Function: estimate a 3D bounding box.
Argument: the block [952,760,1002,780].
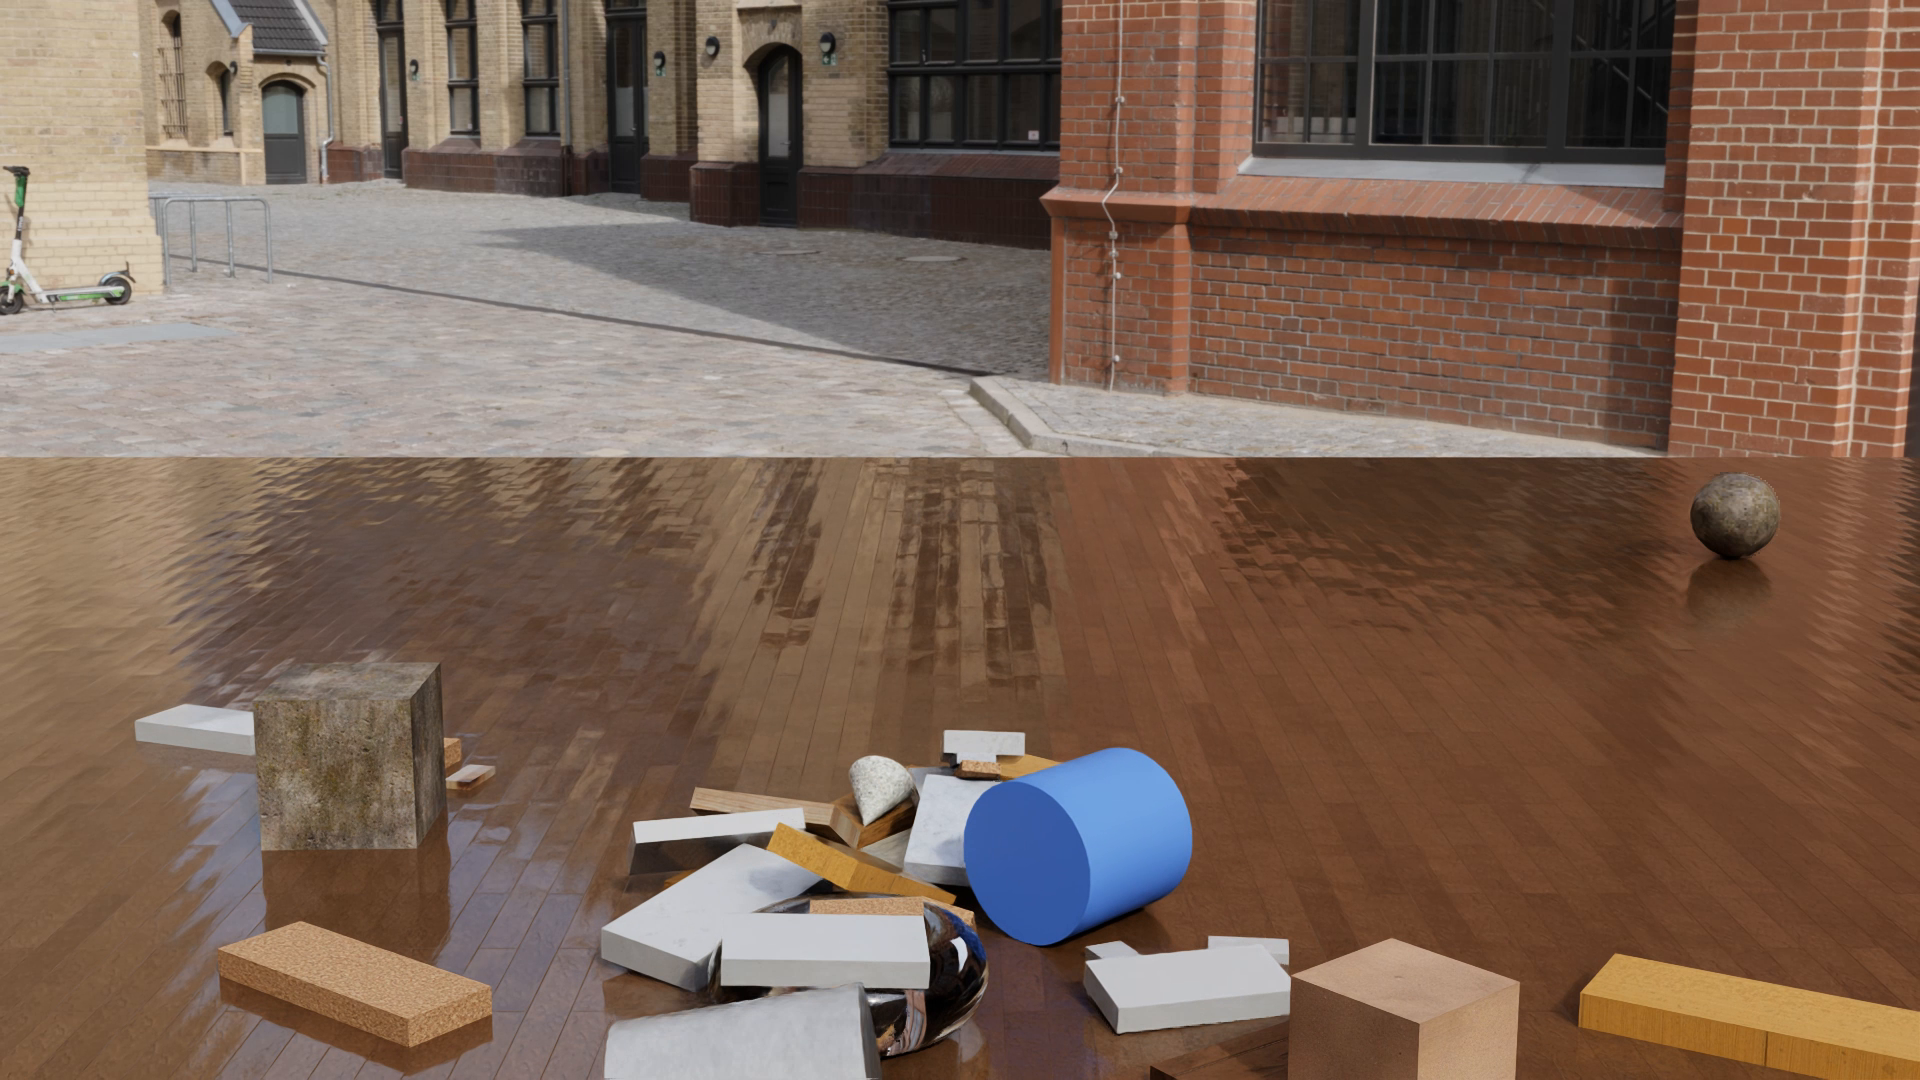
[{"bbox_3d":[0.026,0.415,3.849,0.068,0.019,0.136,6,-22,-8],"label":"block"}]

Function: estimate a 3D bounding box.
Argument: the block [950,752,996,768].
[{"bbox_3d":[0.022,0.390,3.882,0.068,0.019,0.136,2,-9,-6],"label":"block"}]

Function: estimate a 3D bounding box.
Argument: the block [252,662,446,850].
[{"bbox_3d":[-1.104,0.389,4.004,0.273,0.273,0.273,0,11,-2],"label":"block"}]

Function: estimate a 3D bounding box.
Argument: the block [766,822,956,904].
[{"bbox_3d":[-0.150,0.522,3.449,0.160,0.045,0.319,21,-7,32],"label":"block"}]

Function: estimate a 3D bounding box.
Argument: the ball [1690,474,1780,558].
[{"bbox_3d":[2.310,-0.074,6.556,0.251,0.251,0.251,0,11,0],"label":"ball"}]

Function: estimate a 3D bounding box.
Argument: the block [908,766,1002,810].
[{"bbox_3d":[0.005,0.471,3.935,0.160,0.045,0.319,-1,11,-8],"label":"block"}]

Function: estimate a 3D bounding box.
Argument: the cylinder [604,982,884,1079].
[{"bbox_3d":[-0.228,0.655,2.449,0.279,0.279,0.279,-9,11,0],"label":"cylinder"}]

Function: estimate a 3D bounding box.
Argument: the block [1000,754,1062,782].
[{"bbox_3d":[0.154,0.464,4.235,0.283,0.040,0.142,9,14,42],"label":"block"}]

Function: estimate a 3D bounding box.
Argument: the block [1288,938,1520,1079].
[{"bbox_3d":[0.560,0.651,2.787,0.202,0.202,0.202,-9,14,-40],"label":"block"}]

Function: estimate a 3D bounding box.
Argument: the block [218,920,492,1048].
[{"bbox_3d":[-0.895,0.649,3.237,0.442,0.042,0.149,8,13,36],"label":"block"}]

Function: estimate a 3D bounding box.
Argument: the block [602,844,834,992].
[{"bbox_3d":[-0.373,0.583,3.428,0.179,0.051,0.358,13,21,29],"label":"block"}]

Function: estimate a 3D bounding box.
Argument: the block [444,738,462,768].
[{"bbox_3d":[-1.120,0.446,4.328,0.149,0.042,0.299,3,11,15],"label":"block"}]

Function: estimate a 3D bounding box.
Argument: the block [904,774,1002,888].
[{"bbox_3d":[-0.011,0.488,3.712,0.131,0.037,0.262,5,28,6],"label":"block"}]

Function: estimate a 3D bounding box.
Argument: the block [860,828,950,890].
[{"bbox_3d":[-0.042,0.542,3.801,0.160,0.045,0.319,8,13,35],"label":"block"}]

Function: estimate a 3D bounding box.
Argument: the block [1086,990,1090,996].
[{"bbox_3d":[0.256,0.661,3.241,0.123,0.017,0.062,-5,12,-25],"label":"block"}]

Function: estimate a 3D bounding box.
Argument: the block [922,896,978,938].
[{"bbox_3d":[-0.018,0.584,3.347,0.081,0.023,0.163,16,-22,9],"label":"block"}]

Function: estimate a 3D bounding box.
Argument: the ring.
[{"bbox_3d":[-0.159,0.618,3.149,0.403,0.134,0.403,0,12,0],"label":"ring"}]

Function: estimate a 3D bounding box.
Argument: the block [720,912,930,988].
[{"bbox_3d":[-0.186,0.561,3.011,0.279,0.040,0.139,2,16,-6],"label":"block"}]

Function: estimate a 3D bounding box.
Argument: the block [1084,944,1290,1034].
[{"bbox_3d":[0.335,0.648,3.186,0.279,0.040,0.140,-2,18,-17],"label":"block"}]

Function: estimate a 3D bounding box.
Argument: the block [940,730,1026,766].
[{"bbox_3d":[0.037,0.378,3.992,0.142,0.040,0.283,2,-9,-2],"label":"block"}]

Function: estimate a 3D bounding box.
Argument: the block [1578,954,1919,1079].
[{"bbox_3d":[1.127,0.675,3.071,0.474,0.051,0.179,6,12,31],"label":"block"}]

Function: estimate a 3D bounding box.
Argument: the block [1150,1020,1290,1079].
[{"bbox_3d":[0.405,0.707,2.928,0.279,0.040,0.140,-8,13,-35],"label":"block"}]

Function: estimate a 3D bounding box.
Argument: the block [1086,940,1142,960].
[{"bbox_3d":[0.246,0.642,3.342,0.062,0.017,0.123,-5,12,-24],"label":"block"}]

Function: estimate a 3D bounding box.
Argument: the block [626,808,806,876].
[{"bbox_3d":[-0.404,0.498,3.631,0.278,0.037,0.131,-3,-31,-16],"label":"block"}]

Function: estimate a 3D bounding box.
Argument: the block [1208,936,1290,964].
[{"bbox_3d":[0.445,0.632,3.392,0.123,0.017,0.062,1,11,7],"label":"block"}]

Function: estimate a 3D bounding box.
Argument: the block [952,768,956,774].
[{"bbox_3d":[0.025,0.420,3.983,0.068,0.019,0.136,1,2,6],"label":"block"}]

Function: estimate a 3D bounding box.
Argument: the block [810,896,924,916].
[{"bbox_3d":[-0.133,0.538,3.149,0.163,0.023,0.081,-2,11,-2],"label":"block"}]

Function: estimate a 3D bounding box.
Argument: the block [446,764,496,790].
[{"bbox_3d":[-0.960,0.464,4.304,0.056,0.016,0.112,3,11,13],"label":"block"}]

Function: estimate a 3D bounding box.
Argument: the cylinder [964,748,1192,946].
[{"bbox_3d":[0.189,0.486,3.516,0.260,0.260,0.260,9,14,41],"label":"cylinder"}]

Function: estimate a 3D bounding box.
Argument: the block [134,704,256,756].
[{"bbox_3d":[-1.554,0.395,4.601,0.299,0.042,0.149,4,11,22],"label":"block"}]

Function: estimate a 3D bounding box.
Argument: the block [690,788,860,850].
[{"bbox_3d":[-0.315,0.478,3.759,0.262,0.037,0.131,4,-25,21],"label":"block"}]

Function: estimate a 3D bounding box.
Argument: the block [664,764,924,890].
[{"bbox_3d":[-0.229,0.525,3.910,0.142,0.040,0.781,6,12,29],"label":"block"}]
